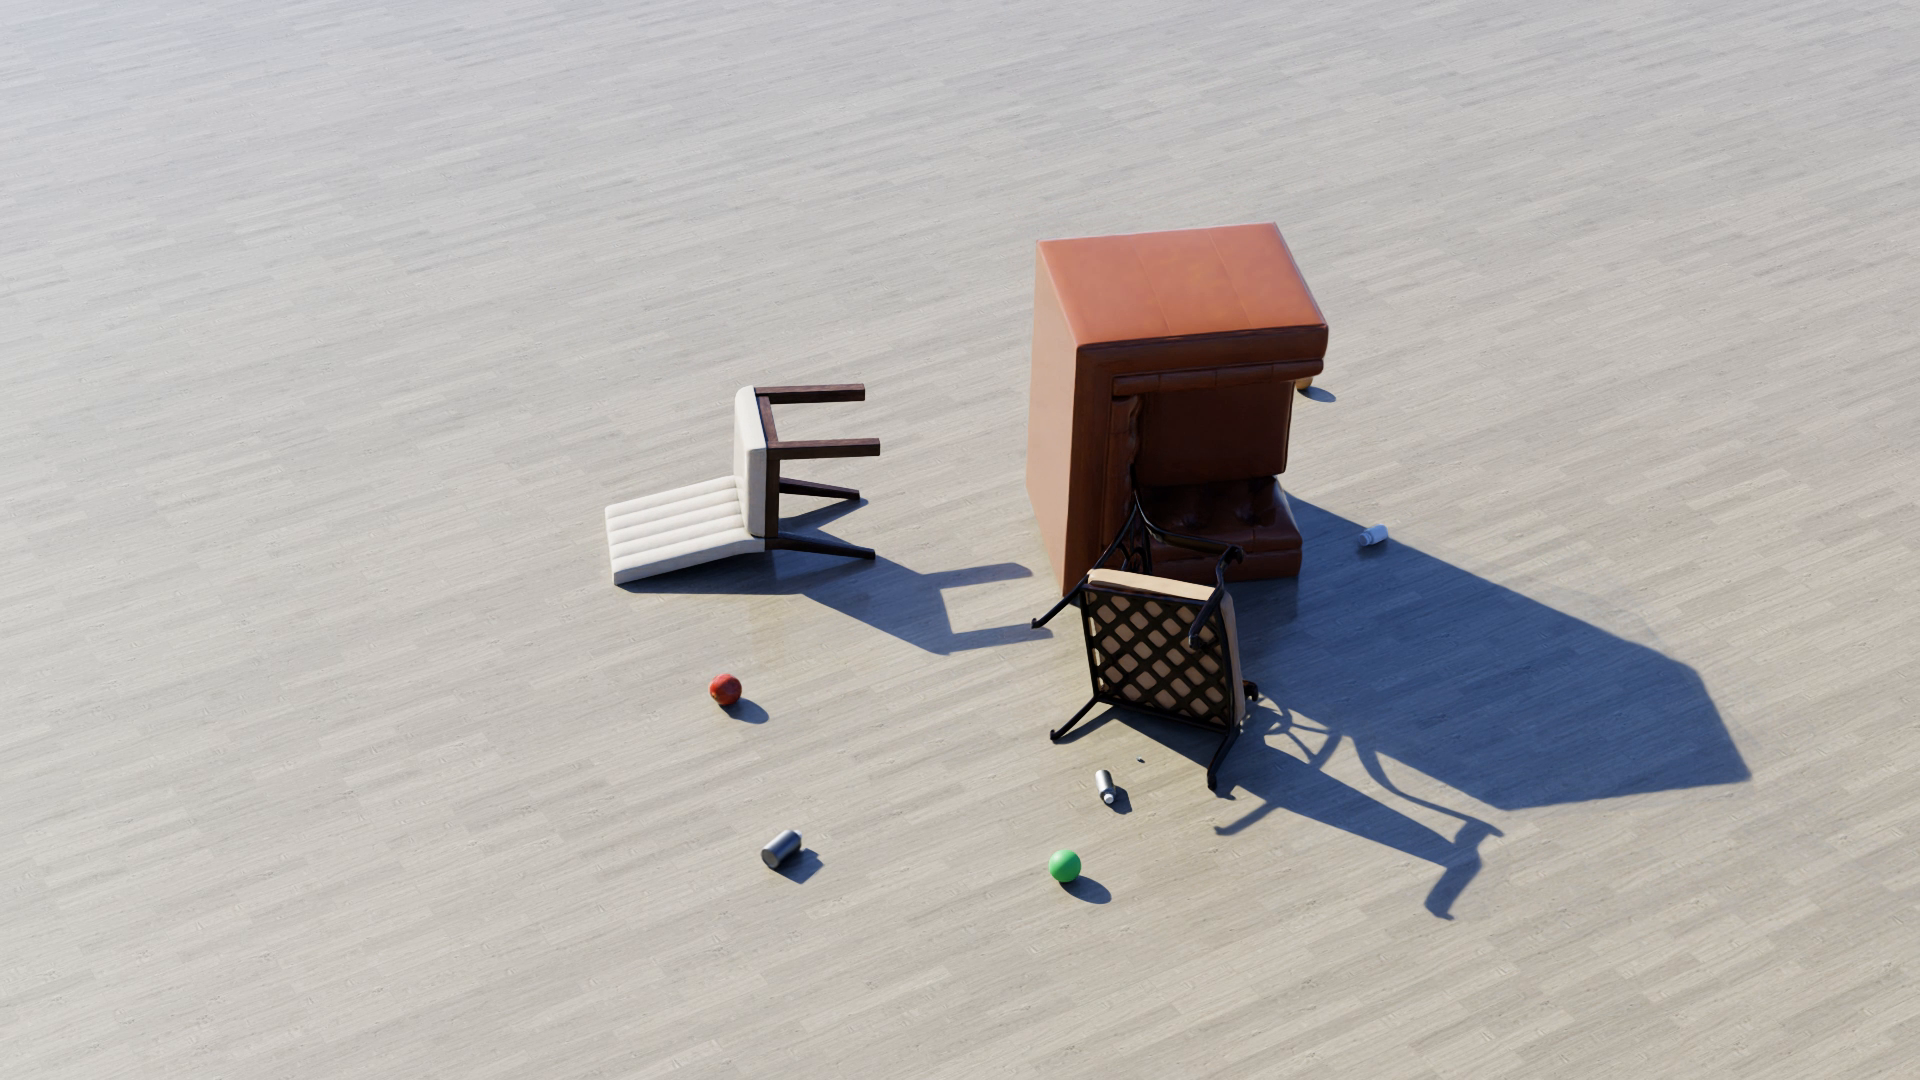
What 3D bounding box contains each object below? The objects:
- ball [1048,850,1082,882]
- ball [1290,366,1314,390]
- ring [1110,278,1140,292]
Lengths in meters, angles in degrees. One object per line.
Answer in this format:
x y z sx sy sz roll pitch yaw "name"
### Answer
0.332 1.032 9.285 0.104 0.104 0.104 0 33 0 "ball"
1.380 -0.656 11.853 0.097 0.097 0.097 0 33 0 "ball"
0.707 -1.094 12.579 0.130 0.029 0.102 19 37 25 "ring"
